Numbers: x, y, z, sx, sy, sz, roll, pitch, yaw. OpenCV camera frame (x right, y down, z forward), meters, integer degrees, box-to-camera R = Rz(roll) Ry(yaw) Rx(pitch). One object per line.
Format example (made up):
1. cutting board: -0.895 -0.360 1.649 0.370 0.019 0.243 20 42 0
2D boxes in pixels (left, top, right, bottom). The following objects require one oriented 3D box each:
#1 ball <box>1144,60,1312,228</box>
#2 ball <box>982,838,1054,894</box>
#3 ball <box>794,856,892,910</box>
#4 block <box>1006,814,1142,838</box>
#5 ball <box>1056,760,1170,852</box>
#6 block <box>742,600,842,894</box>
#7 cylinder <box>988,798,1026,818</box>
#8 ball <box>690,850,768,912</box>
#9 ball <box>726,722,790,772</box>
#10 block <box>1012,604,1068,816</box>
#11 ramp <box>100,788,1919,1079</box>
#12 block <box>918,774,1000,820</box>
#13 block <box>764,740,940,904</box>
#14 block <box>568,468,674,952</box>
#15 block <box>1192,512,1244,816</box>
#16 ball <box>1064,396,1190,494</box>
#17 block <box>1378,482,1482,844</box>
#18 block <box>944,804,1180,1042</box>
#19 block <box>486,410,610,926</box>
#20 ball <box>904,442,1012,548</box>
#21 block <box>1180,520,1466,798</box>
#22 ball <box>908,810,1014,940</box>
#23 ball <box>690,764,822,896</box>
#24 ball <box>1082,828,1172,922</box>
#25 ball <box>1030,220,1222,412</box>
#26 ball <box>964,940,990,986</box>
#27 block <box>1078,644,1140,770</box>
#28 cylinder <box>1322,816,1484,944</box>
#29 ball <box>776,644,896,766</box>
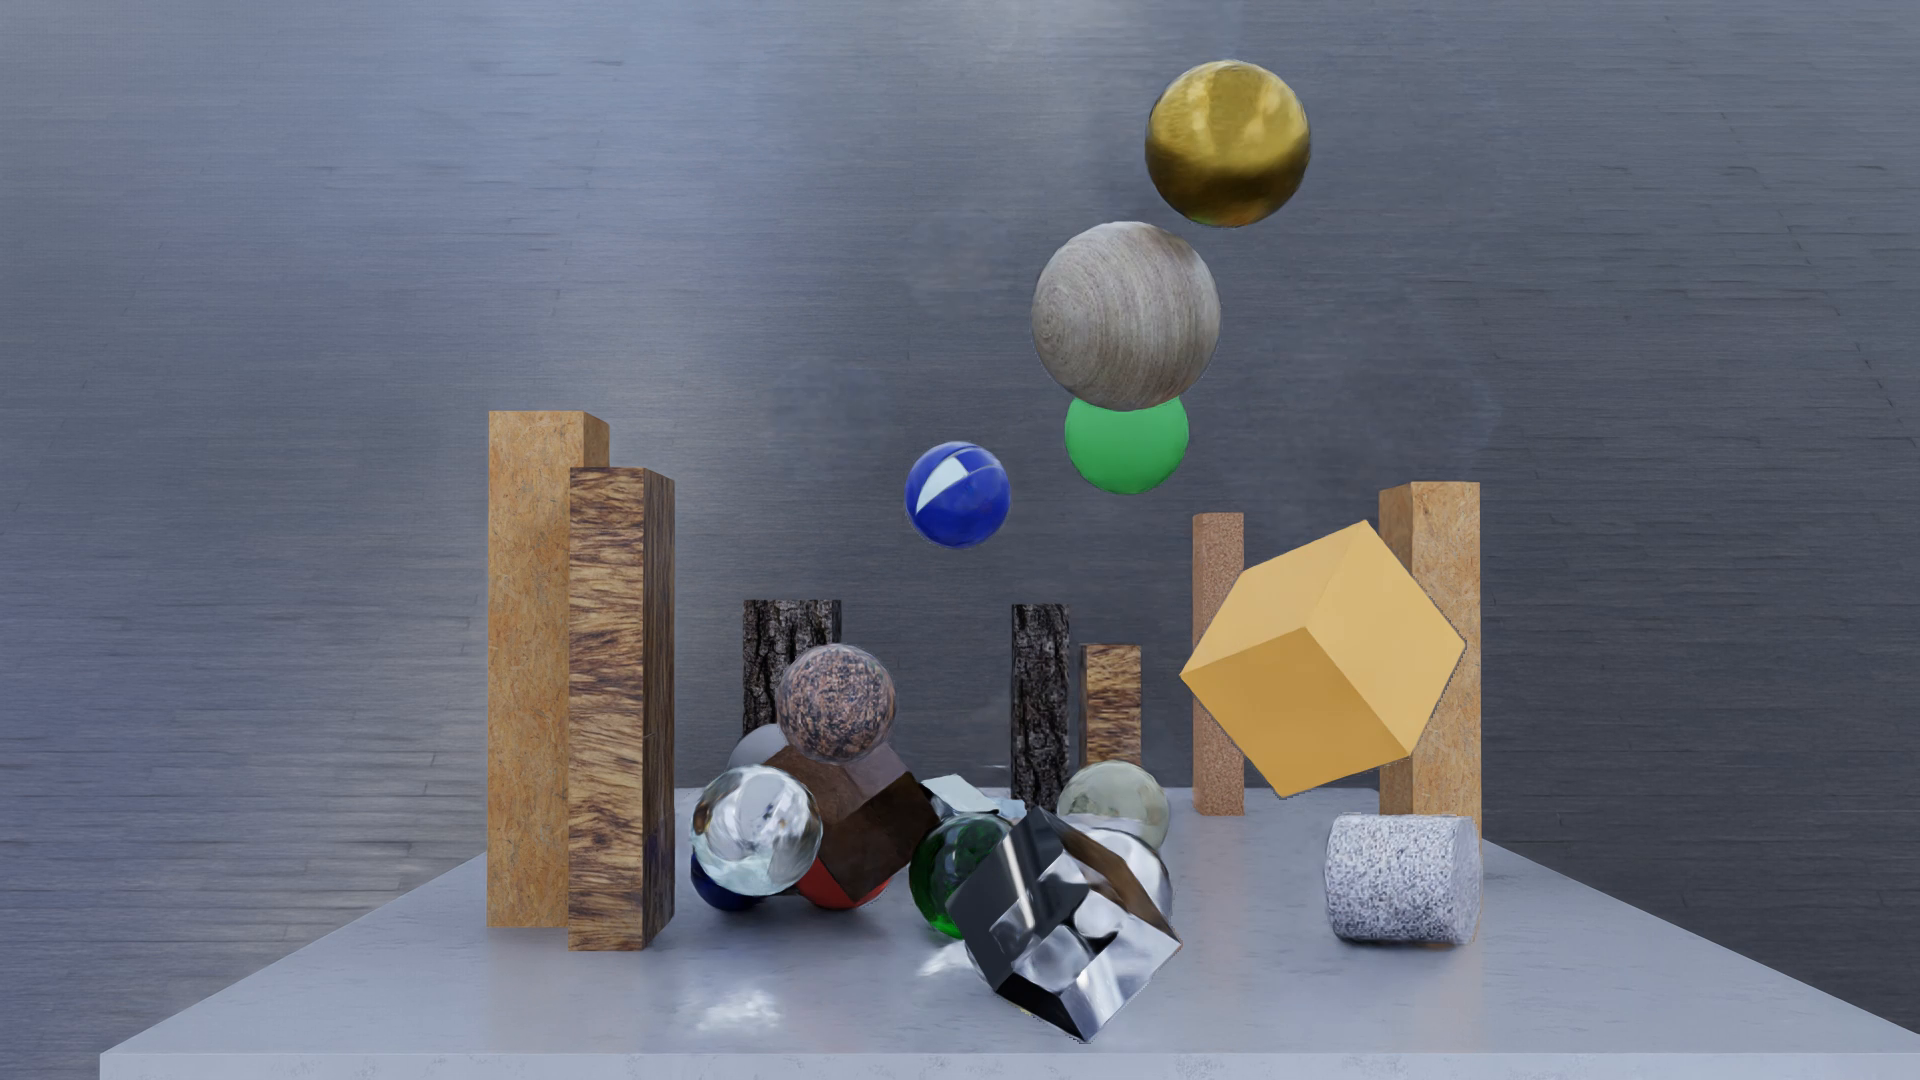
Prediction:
1. ball: 0.270 -0.400 2.623 0.169 0.169 0.169 0 34 0
2. ball: 0.098 0.506 3.862 0.128 0.128 0.128 0 34 0
3. ball: -0.189 0.495 4.104 0.179 0.179 0.179 0 34 0
4. block: 0.174 0.506 4.003 0.151 0.151 0.151 1 -2 -31
5. ball: 0.273 0.496 4.650 0.203 0.203 0.203 0 34 0
6. block: -0.287 0.348 4.480 0.149 0.490 0.334 0 -1 0
7. cylinder: 0.059 0.543 4.886 0.114 0.114 0.114 2 33 -10
8. ball: -0.353 0.513 4.070 0.141 0.141 0.141 0 34 0
9. ball: -0.287 0.390 4.218 0.188 0.188 0.188 0 34 0
10. block: 0.159 0.370 5.206 0.106 0.482 0.271 0 -1 0
11. ramp: 0.075 0.651 4.788 2.000 0.100 4.000 0 -1 0
12. block: -0.020 0.473 4.376 0.105 0.105 0.105 36 22 29
13. block: -0.164 0.396 3.930 0.180 0.180 0.180 -36 48 -8
14. block: -0.494 0.240 3.823 0.103 0.674 0.403 0 -1 0
15. block: 0.600 0.286 6.041 0.093 0.690 0.263 0 -1 0
16. ball: 0.184 -0.119 2.863 0.138 0.138 0.138 0 34 0
17. block: 0.828 0.251 4.594 0.116 0.690 0.353 0 -1 0
18. block: 0.111 0.420 2.845 0.154 0.154 0.154 -48 37 10
19. block: -0.637 0.196 4.038 0.142 0.773 0.290 0 -1 0
20. ball: -0.003 -0.057 3.269 0.134 0.134 0.134 0 34 0
21. block: 0.429 0.142 3.066 0.201 0.201 0.201 -26 20 45
22. ball: 0.020 0.482 3.729 0.186 0.186 0.186 0 34 0
23. ball: -0.290 0.413 3.695 0.188 0.188 0.188 0 34 0
24. ball: 0.193 0.477 3.480 0.183 0.183 0.183 0 34 0
25. ball: 0.167 -0.225 2.610 0.191 0.191 0.191 0 34 0
26. ball: 0.075 0.494 3.214 0.138 0.138 0.138 0 34 0
27. block: 0.297 0.409 5.177 0.105 0.402 0.294 0 -1 0
28. cylinder: 0.632 0.482 3.693 0.179 0.179 0.179 -3 29 29
29. ball: -0.122 0.161 2.551 0.119 0.119 0.119 0 34 0
